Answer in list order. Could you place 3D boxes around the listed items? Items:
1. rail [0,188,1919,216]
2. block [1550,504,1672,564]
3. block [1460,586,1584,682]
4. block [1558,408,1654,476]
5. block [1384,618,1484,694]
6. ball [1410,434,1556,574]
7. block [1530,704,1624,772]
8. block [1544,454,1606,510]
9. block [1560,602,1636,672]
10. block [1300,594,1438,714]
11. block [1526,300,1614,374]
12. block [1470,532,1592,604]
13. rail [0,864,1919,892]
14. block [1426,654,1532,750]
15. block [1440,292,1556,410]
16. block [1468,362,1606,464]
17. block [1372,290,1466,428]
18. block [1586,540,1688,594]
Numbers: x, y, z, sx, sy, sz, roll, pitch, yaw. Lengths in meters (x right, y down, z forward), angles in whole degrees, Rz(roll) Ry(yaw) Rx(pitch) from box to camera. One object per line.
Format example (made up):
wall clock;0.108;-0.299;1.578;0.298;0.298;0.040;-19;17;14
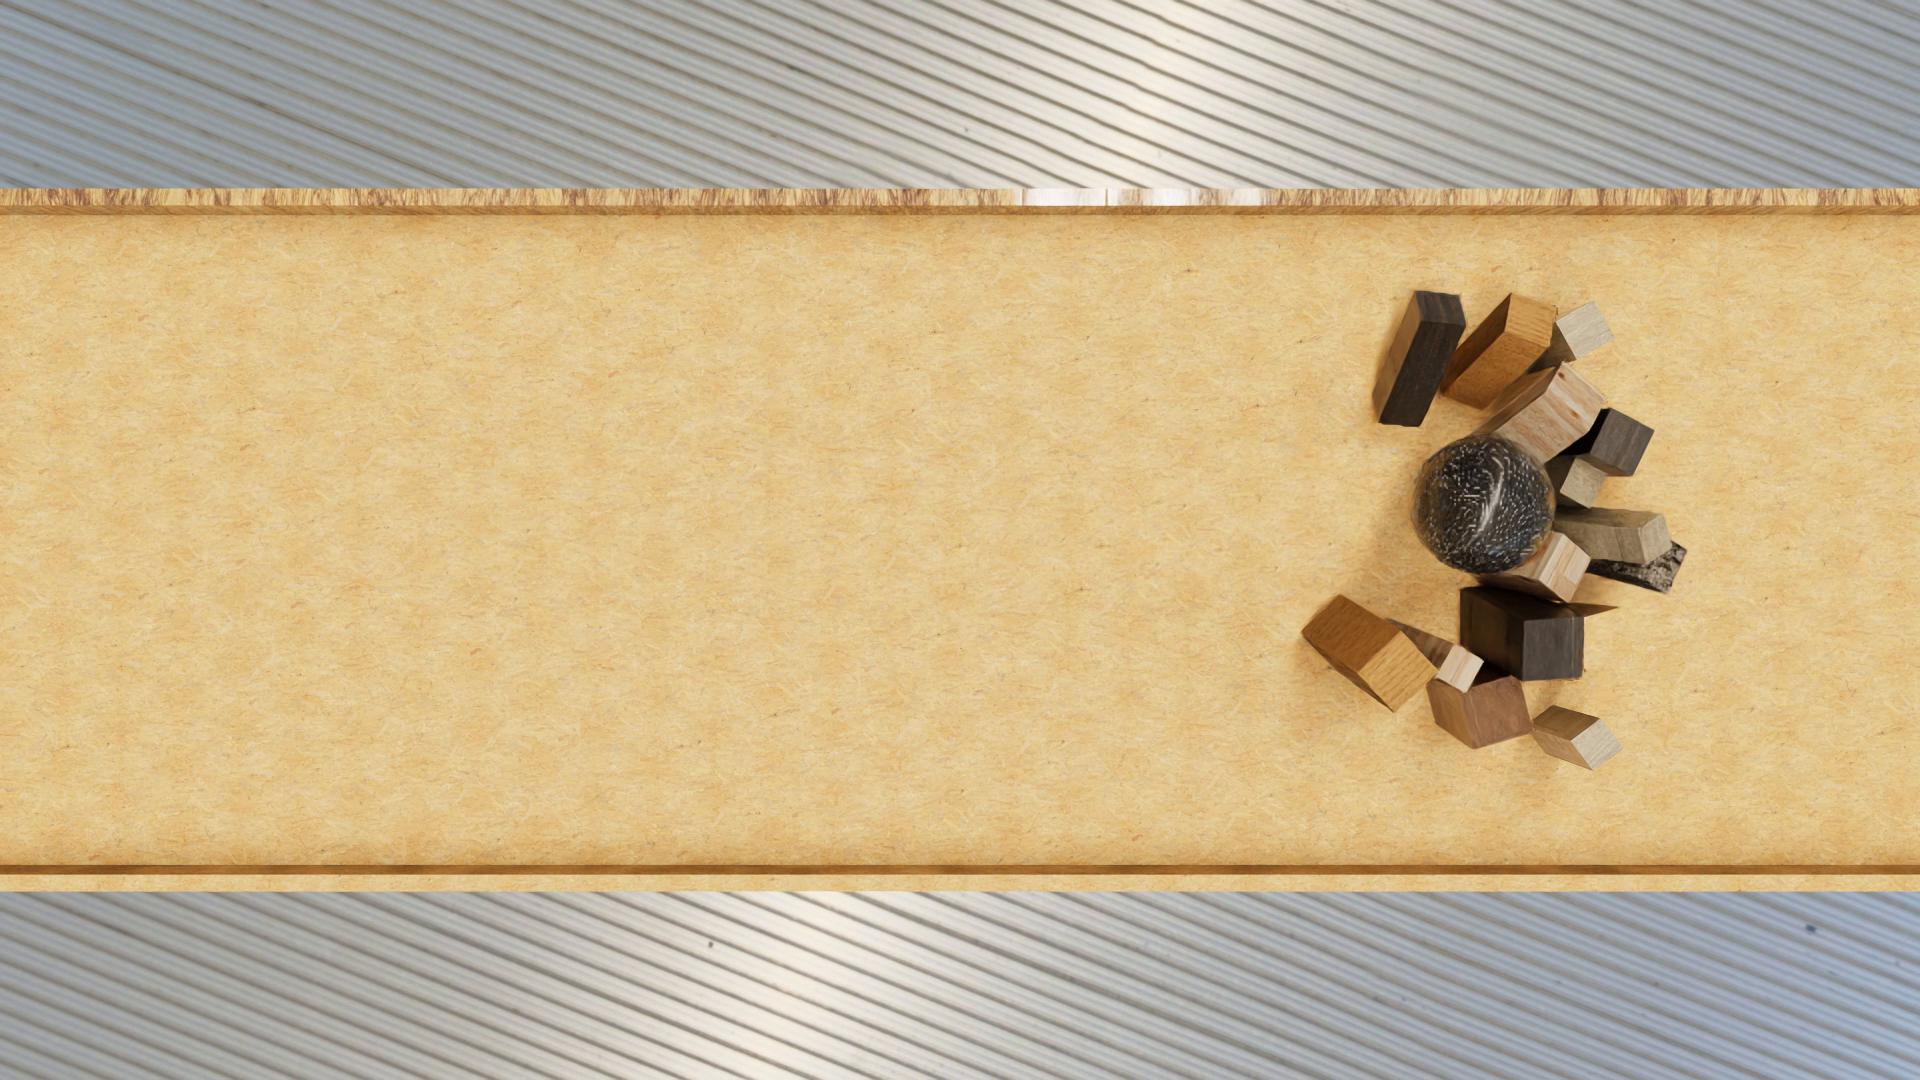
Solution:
rail;-2.247;-1.025;5.002;12.000;0.150;0.050;0;90;0
block;1.844;-0.023;4.819;0.110;0.450;0.110;-26;106;-23
block;1.641;0.267;4.838;0.176;0.438;0.176;-4;101;-5
block;1.850;-0.285;4.862;0.144;0.415;0.144;26;90;-6
block;1.365;0.334;4.850;0.106;0.439;0.106;29;91;-13
ball;1.493;-0.101;4.720;0.399;0.399;0.399;0;90;0
block;1.814;0.583;4.885;0.108;0.383;0.108;-37;90;0
block;1.769;-0.180;4.916;0.114;0.302;0.114;26;90;-14
block;1.820;0.283;4.883;0.151;0.373;0.151;-15;91;-4
block;1.190;0.325;4.831;0.170;0.460;0.170;-44;104;2
block;1.774;-0.595;4.877;0.125;0.399;0.125;-29;90;0
block;1.658;0.056;4.884;0.152;0.340;0.152;33;83;-30
rail;-2.247;1.025;5.001;12.000;0.150;0.050;0;90;0
block;1.530;0.473;4.897;0.180;0.341;0.180;-16;97;0
block;1.582;-0.551;4.863;0.137;0.400;0.137;20;66;-3
block;1.652;-0.305;4.845;0.164;0.454;0.164;41;53;0
block;1.352;-0.530;4.874;0.131;0.414;0.131;6;49;-3
block;1.956;0.036;4.898;0.142;0.328;0.142;25;90;-27
